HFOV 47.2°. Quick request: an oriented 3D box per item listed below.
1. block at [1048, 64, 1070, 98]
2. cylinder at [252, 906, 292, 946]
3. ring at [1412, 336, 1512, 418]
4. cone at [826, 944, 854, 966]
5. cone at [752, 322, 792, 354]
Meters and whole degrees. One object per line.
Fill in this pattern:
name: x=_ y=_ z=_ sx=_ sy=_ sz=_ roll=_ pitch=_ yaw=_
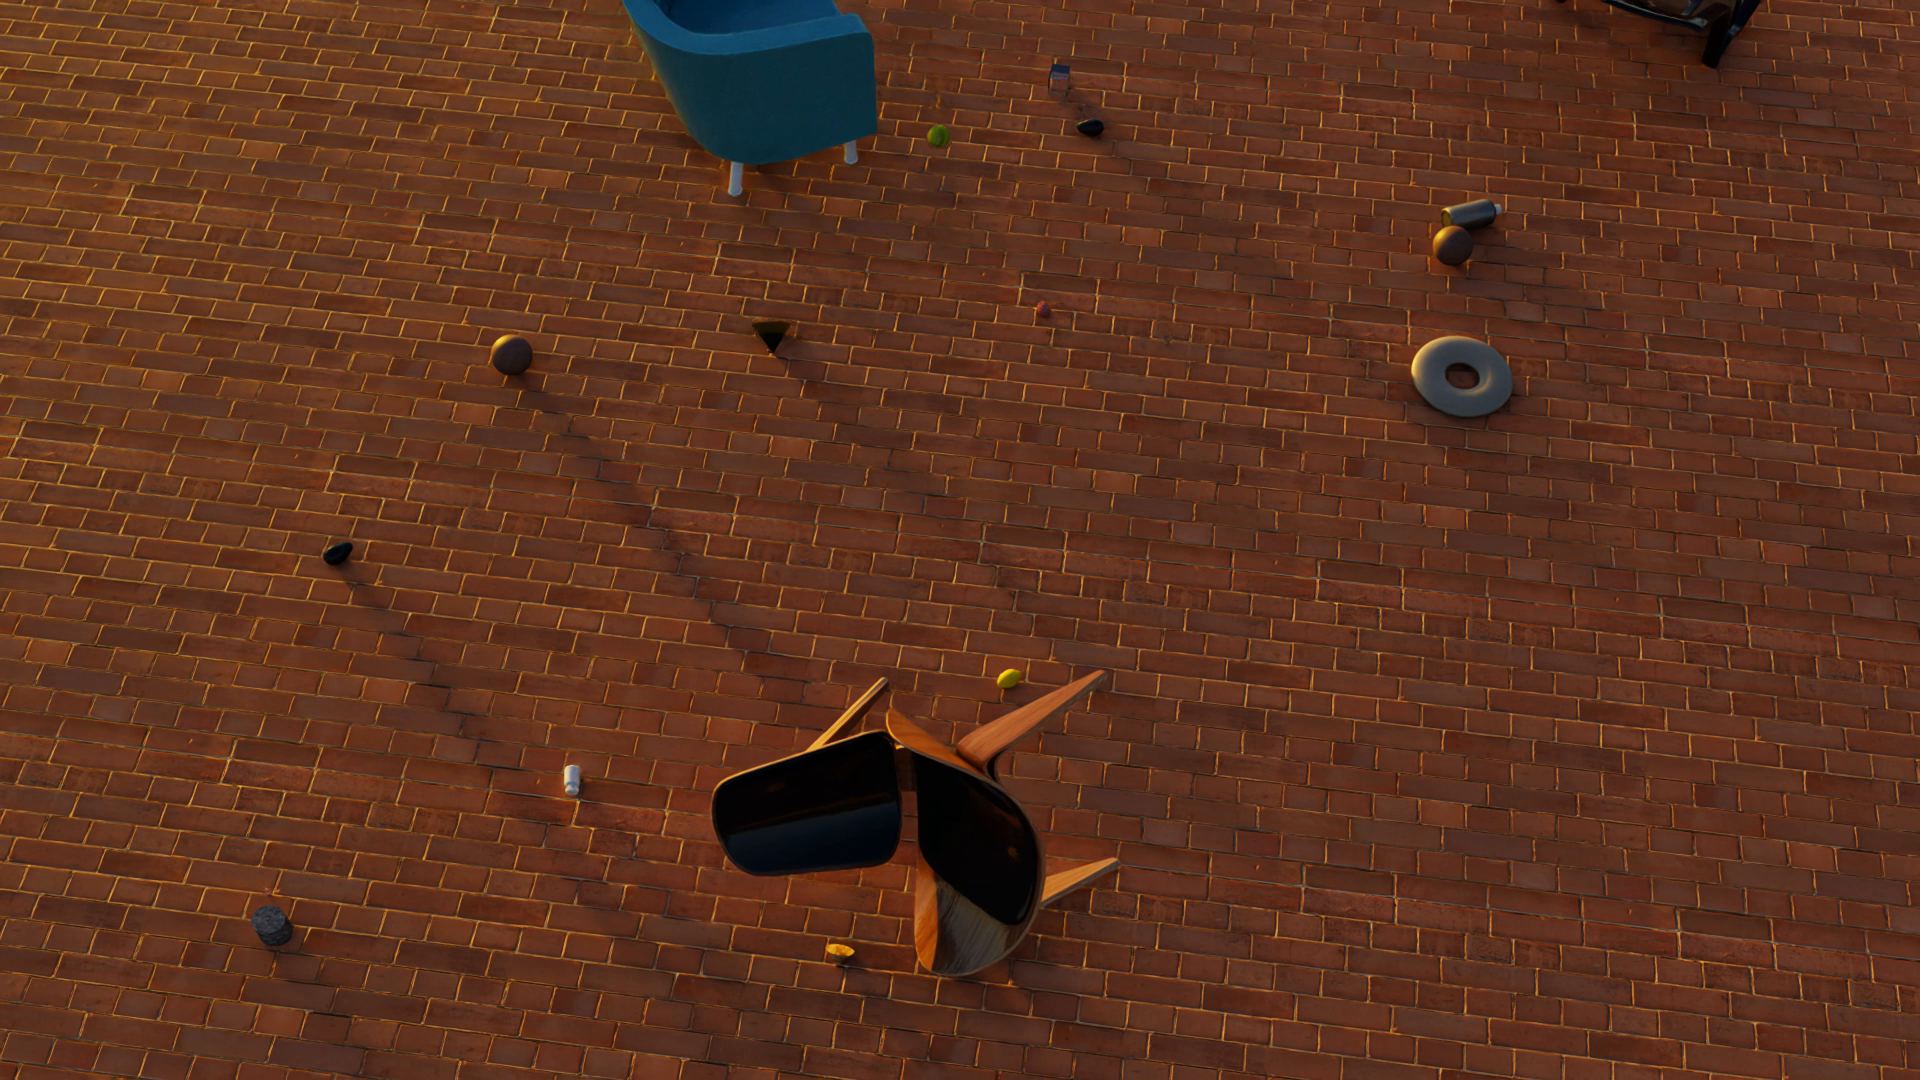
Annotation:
block: x=0.342 y=-1.587 z=7.592 sx=0.064 sy=0.077 sz=0.072 roll=10 pitch=57 yaw=7
cylinder: x=-1.826 y=1.024 z=5.837 sx=0.090 sy=0.082 sz=0.080 roll=11 pitch=57 yaw=7
ring: x=1.573 y=-0.513 z=6.891 sx=0.315 sy=0.045 sz=0.322 roll=-27 pitch=61 yaw=-17
cone: x=-0.322 y=1.106 z=5.813 sx=0.076 sy=0.084 sz=0.047 roll=15 pitch=99 yaw=18
cone: x=-0.595 y=-0.638 z=6.973 sx=0.128 sy=0.109 sz=0.094 roll=-2 pitch=87 yaw=14
